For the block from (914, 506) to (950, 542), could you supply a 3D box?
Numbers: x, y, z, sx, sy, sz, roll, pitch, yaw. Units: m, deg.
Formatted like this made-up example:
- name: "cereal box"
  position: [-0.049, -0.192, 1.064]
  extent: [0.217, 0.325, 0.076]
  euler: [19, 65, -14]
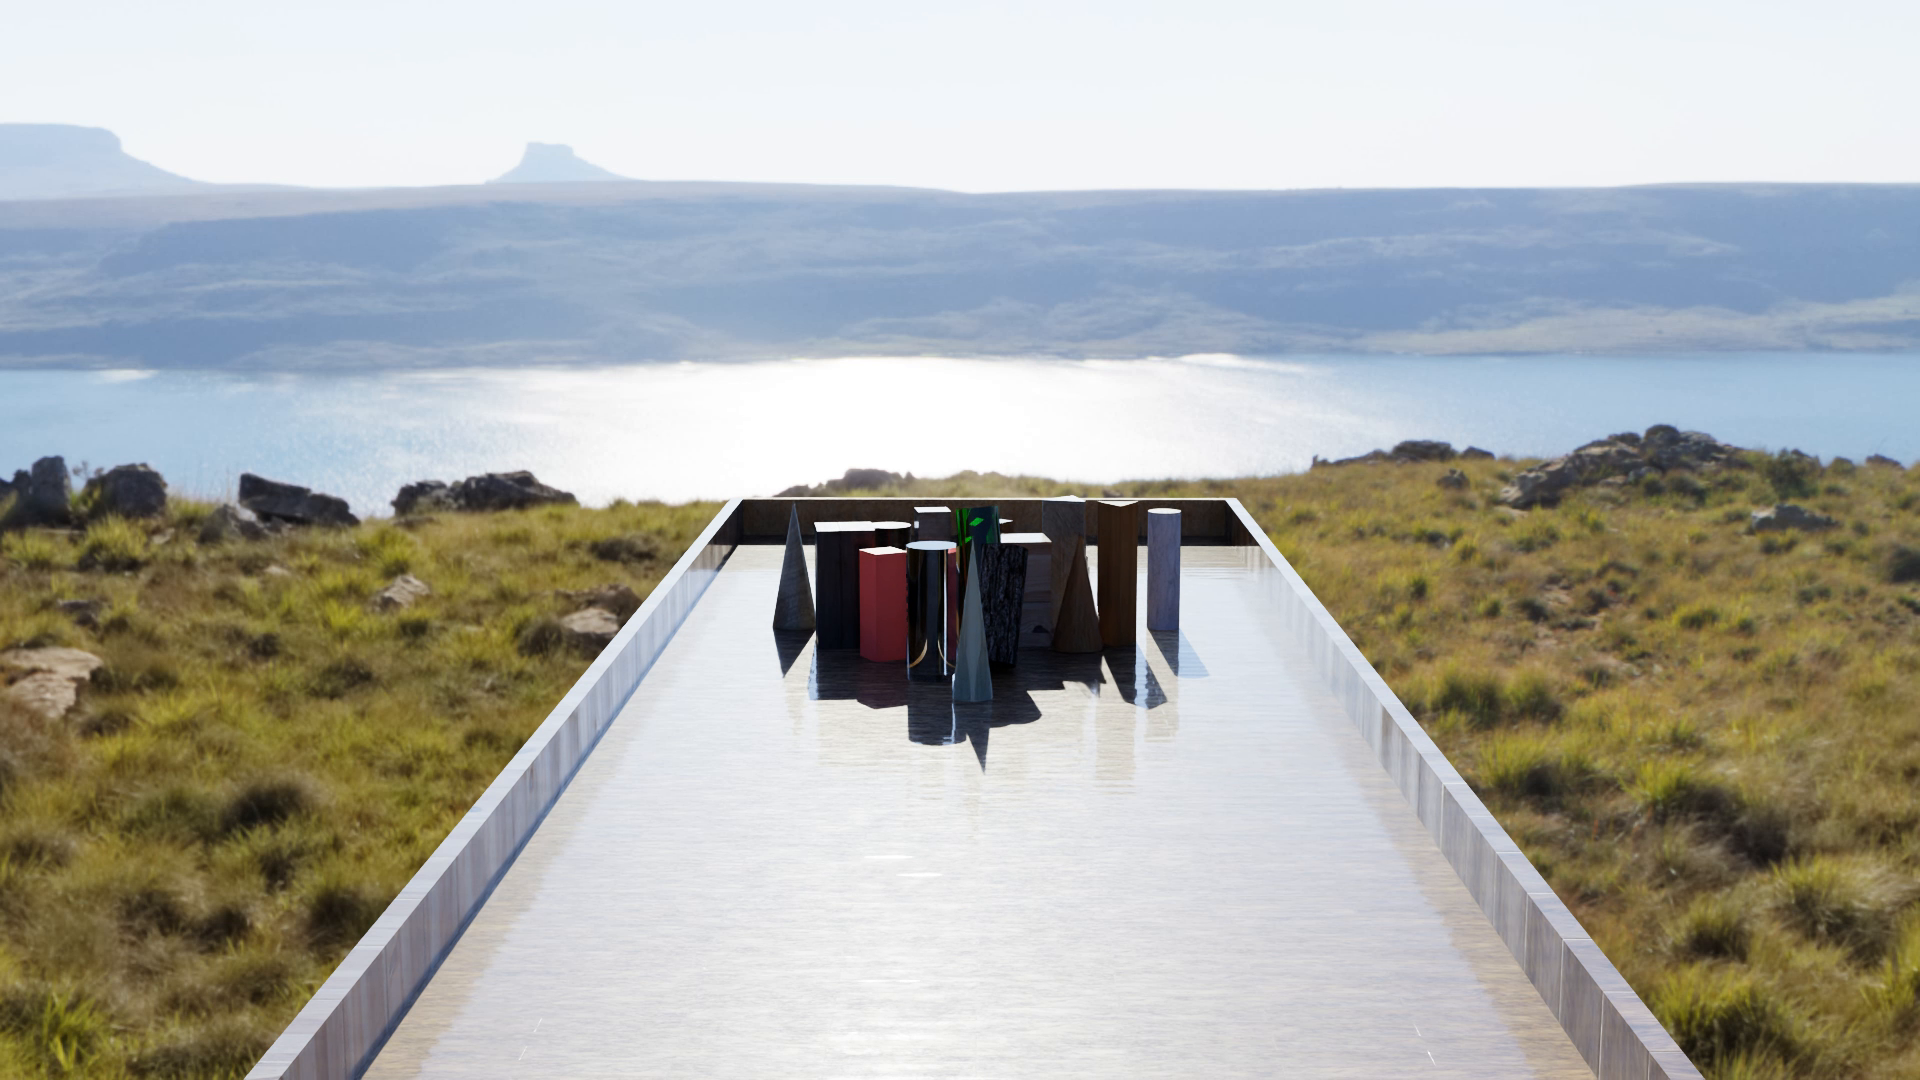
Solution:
- name: "block"
  position: [-0.086, 0.116, 6.916]
  extent: [0.102, 0.427, 0.102]
  euler: [-1, 9, -8]

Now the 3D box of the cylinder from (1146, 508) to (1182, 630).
- name: "cylinder"
  position: [0.665, 0.095, 7.179]
  extent: [0.107, 0.384, 0.107]
  euler: [0, 9, 0]

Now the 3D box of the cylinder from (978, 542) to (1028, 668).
- name: "cylinder"
  position: [0.117, 0.196, 6.559]
  extent: [0.139, 0.353, 0.139]
  euler: [6, -12, 1]

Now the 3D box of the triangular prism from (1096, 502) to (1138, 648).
- name: "triangular prism"
  position: [0.513, 0.103, 6.928]
  extent: [0.108, 0.447, 0.125]
  euler: [-5, 10, -30]

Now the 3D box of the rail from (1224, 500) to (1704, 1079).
- name: "rail"
  position: [1.046, 0.843, 3.208]
  extent: [0.050, 0.150, 12.000]
  euler: [0, 9, 1]

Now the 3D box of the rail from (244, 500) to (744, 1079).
- name: "rail"
  position: [-1.004, 0.839, 3.234]
  extent: [0.050, 0.150, 12.000]
  euler: [0, 9, 1]

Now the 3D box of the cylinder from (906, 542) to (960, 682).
- name: "cylinder"
  position: [-0.079, 0.209, 6.434]
  extent: [0.155, 0.393, 0.155]
  euler: [0, 9, 0]

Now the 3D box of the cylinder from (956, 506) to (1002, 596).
- name: "cylinder"
  position: [0.071, 0.127, 6.707]
  extent: [0.131, 0.453, 0.131]
  euler: [-5, 0, 0]

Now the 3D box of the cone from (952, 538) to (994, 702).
- name: "cone"
  position: [0.036, 0.216, 6.177]
  extent: [0.117, 0.459, 0.117]
  euler: [0, 9, 0]

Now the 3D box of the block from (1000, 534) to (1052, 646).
- name: "block"
  position: [0.189, 0.157, 6.958]
  extent: [0.175, 0.332, 0.175]
  euler: [-1, 9, -6]

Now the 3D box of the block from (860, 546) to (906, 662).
- name: "block"
  position: [-0.233, 0.196, 6.716]
  extent: [0.110, 0.331, 0.110]
  euler: [-5, 10, -29]

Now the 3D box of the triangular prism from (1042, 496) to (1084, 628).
- name: "triangular prism"
  position: [0.353, 0.072, 7.201]
  extent: [0.141, 0.423, 0.122]
  euler: [3, 9, 17]

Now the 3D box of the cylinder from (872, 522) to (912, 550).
- name: "cylinder"
  position: [-0.230, 0.119, 7.181]
  extent: [0.142, 0.338, 0.142]
  euler: [0, 9, 0]

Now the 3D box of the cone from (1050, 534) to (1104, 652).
- name: "cone"
  position: [0.368, 0.154, 6.831]
  extent: [0.164, 0.371, 0.164]
  euler: [1, 7, 0]

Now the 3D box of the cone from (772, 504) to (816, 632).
- name: "cone"
  position: [-0.540, 0.076, 7.180]
  extent: [0.152, 0.423, 0.152]
  euler: [0, 9, 0]

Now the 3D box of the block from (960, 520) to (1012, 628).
- name: "block"
  position: [0.082, 0.111, 7.196]
  extent: [0.129, 0.349, 0.129]
  euler: [7, 11, 38]

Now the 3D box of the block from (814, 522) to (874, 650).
- name: "block"
  position: [-0.363, 0.142, 6.922]
  extent: [0.179, 0.373, 0.179]
  euler: [-1, 9, -6]

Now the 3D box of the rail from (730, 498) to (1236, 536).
- name: "rail"
  position: [0.099, -0.098, 9.147]
  extent: [2.100, 0.150, 0.050]
  euler: [0, 9, 1]
